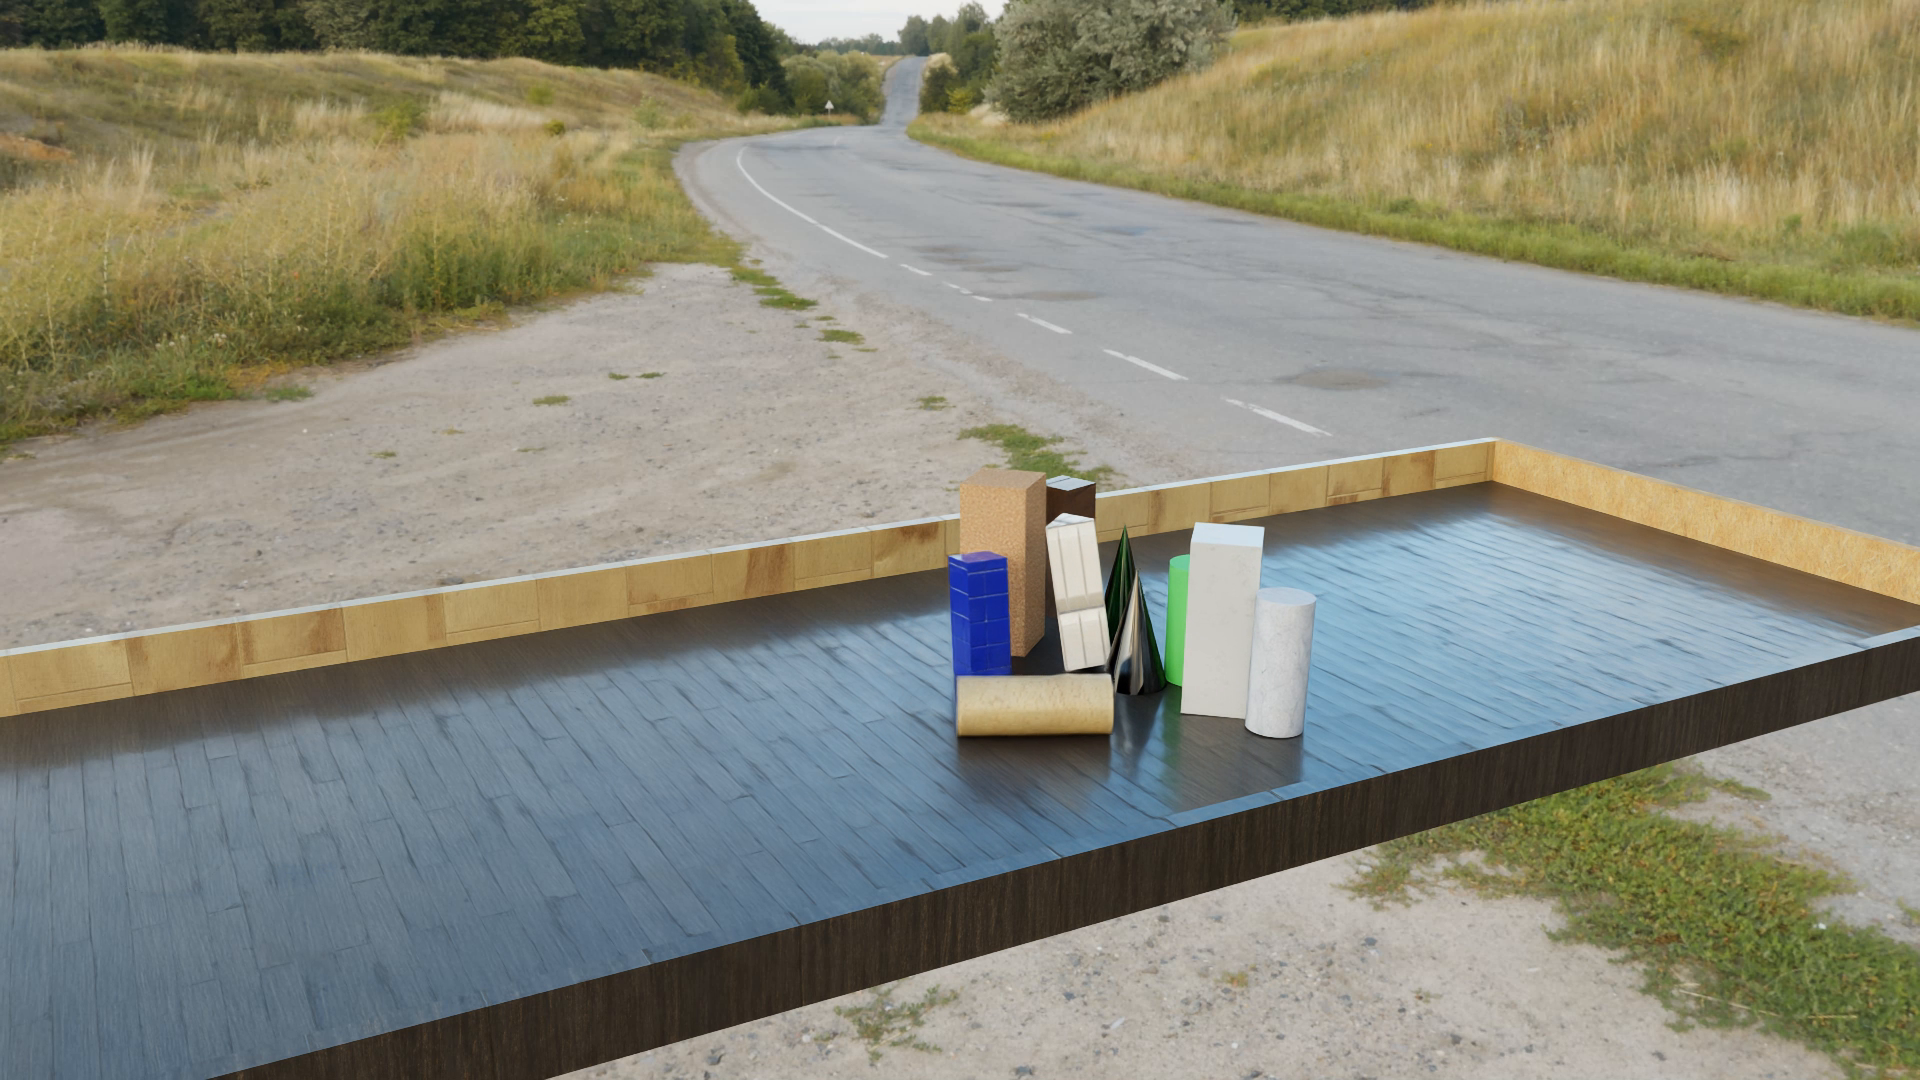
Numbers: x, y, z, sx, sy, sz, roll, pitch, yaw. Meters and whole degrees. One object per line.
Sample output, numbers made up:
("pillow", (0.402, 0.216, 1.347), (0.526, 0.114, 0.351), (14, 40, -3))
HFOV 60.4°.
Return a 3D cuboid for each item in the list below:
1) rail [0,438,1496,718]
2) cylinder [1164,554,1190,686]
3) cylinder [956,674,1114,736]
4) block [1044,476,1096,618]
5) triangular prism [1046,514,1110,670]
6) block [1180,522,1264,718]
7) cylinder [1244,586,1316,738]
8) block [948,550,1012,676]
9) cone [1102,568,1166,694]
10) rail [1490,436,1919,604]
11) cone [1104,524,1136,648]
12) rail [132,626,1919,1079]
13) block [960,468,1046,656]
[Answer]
("rail", (-3.305, 0.497, 3.399), (12.000, 0.150, 0.050), (-9, 18, -27))
("cylinder", (0.592, 0.202, 4.127), (0.150, 0.302, 0.150), (1, 17, 0))
("cylinder", (0.170, 0.381, 3.813), (0.355, 0.139, 0.139), (-1, 16, -2))
("block", (0.291, 0.021, 4.617), (0.121, 0.375, 0.121), (15, 22, 42))
("triangular prism", (0.297, 0.128, 4.218), (0.122, 0.384, 0.106), (-10, 15, -4))
("block", (0.627, 0.191, 3.937), (0.163, 0.428, 0.163), (4, 17, 11))
("cylinder", (0.741, 0.282, 3.817), (0.136, 0.321, 0.136), (2, 16, -1))
("block", (0.051, 0.191, 4.149), (0.111, 0.304, 0.111), (-7, 12, -24))
("cone", (0.436, 0.213, 4.095), (0.167, 0.301, 0.167), (0, 16, 0))
("rail", (2.466, -0.048, 5.253), (0.050, 0.150, 2.100), (-9, 18, -27))
("cone", (0.429, 0.122, 4.329), (0.168, 0.345, 0.168), (0, 16, 0))
("rail", (-2.336, 1.006, 1.665), (12.000, 0.150, 0.050), (-9, 18, -27))
("block", (0.114, 0.056, 4.354), (0.178, 0.454, 0.178), (6, 18, 19))
